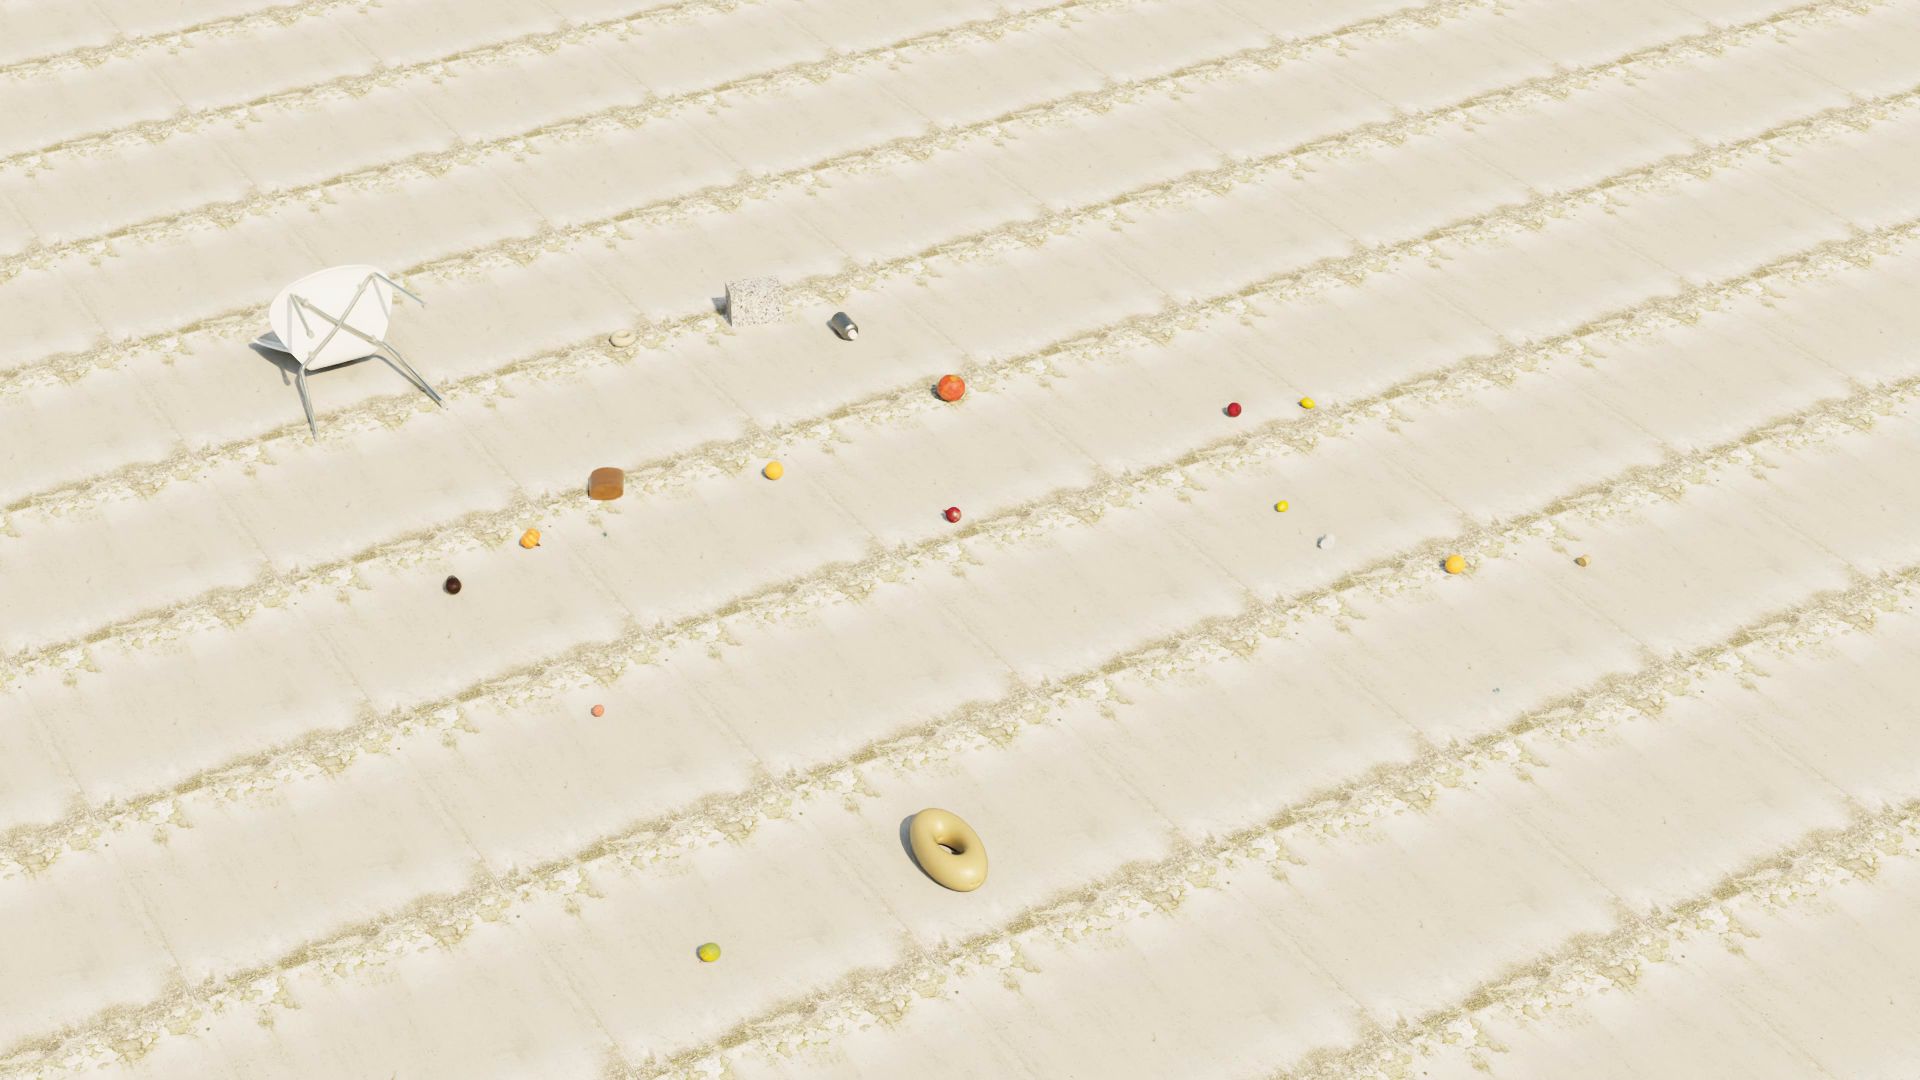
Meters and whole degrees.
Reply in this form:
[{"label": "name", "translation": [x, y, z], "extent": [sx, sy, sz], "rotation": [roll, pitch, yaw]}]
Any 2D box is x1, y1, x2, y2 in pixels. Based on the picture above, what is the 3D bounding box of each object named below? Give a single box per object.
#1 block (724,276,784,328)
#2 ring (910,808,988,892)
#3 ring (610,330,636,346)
[{"label": "block", "translation": [-0.864, -1.002, 12.321], "extent": [0.221, 0.158, 0.117], "rotation": [-9, 34, -13]}, {"label": "ring", "translation": [-0.036, 0.986, 9.348], "extent": [0.207, 0.114, 0.380], "rotation": [-14, 37, -23]}, {"label": "ring", "translation": [-1.399, -0.839, 12.183], "extent": [0.103, 0.040, 0.116], "rotation": [20, 37, 25]}]
